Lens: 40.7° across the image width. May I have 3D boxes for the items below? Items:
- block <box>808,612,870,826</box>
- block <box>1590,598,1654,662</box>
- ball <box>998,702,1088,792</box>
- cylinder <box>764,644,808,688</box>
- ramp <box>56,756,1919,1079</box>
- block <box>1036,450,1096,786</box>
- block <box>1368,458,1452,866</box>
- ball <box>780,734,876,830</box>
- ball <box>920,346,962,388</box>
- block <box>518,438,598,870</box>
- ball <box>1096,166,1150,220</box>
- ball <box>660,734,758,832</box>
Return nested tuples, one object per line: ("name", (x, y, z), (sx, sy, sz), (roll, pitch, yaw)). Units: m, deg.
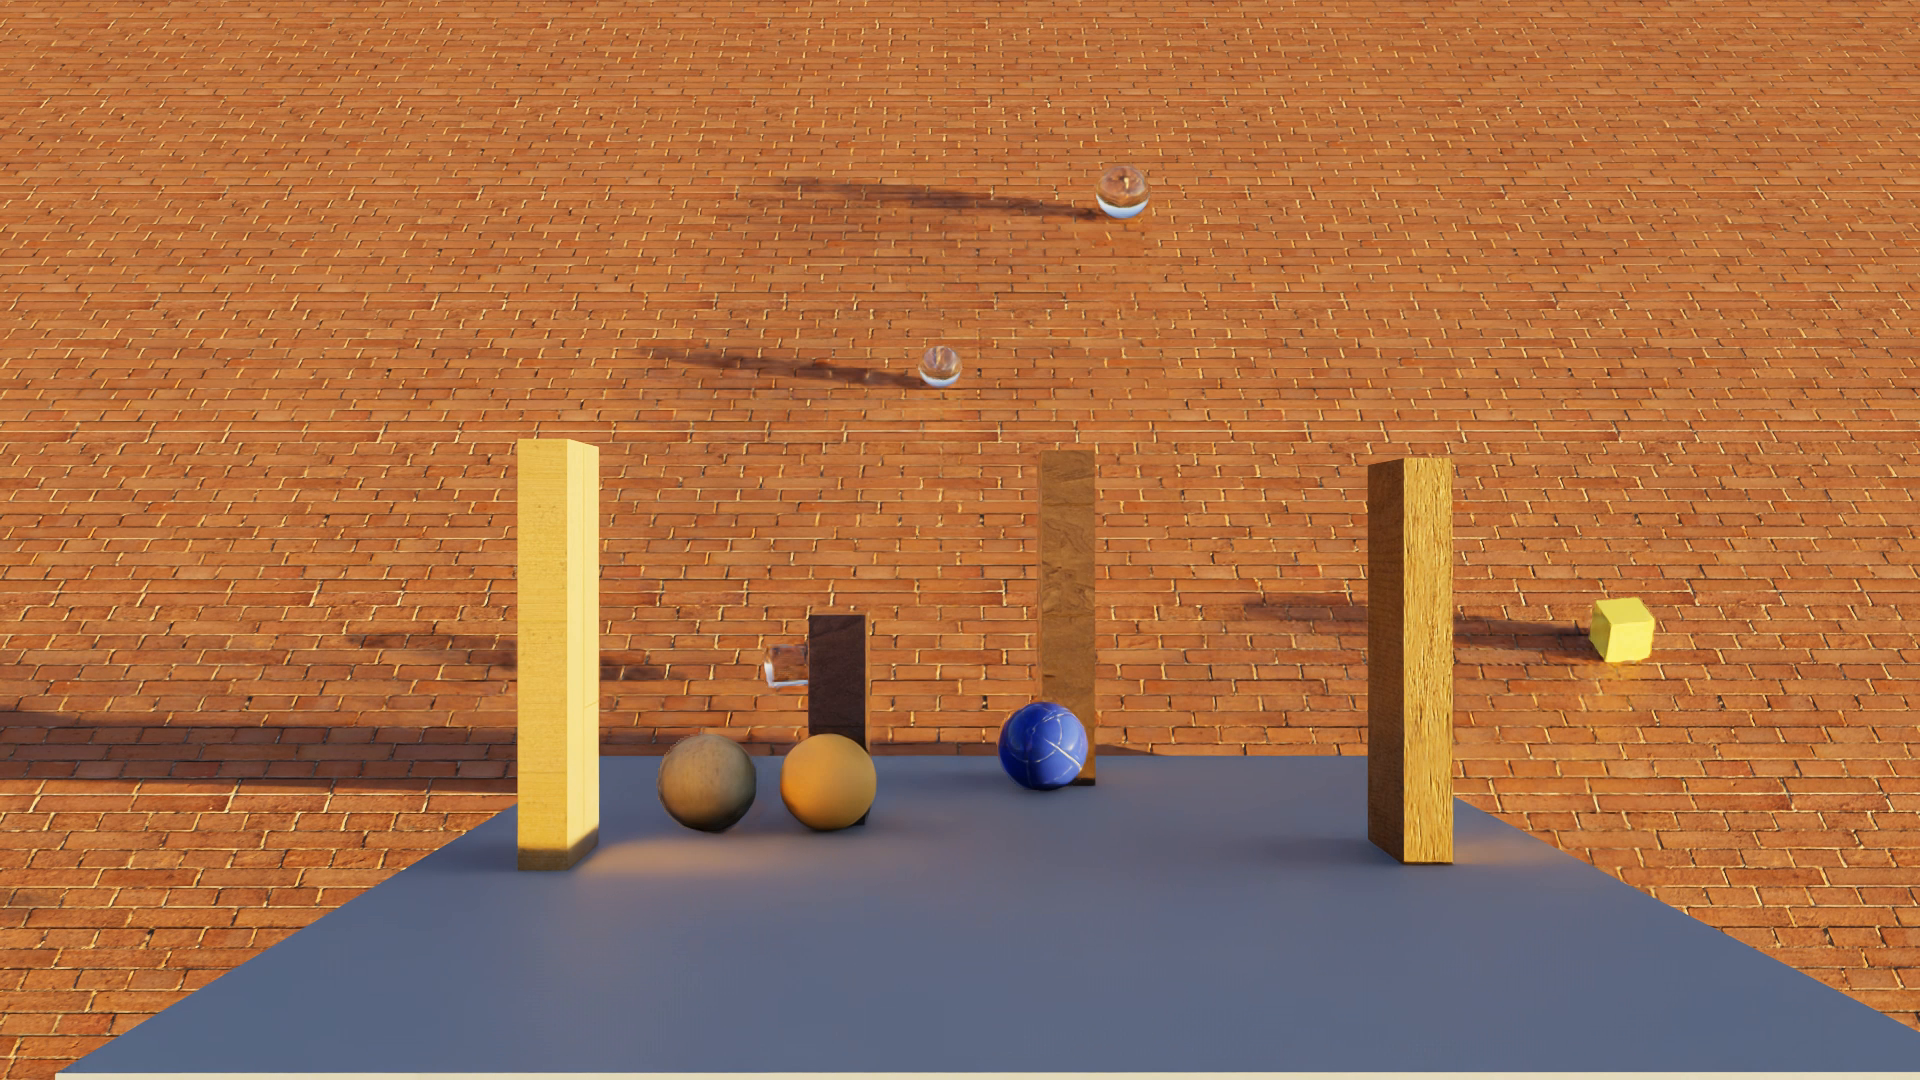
("block", (-0.238, 0.349, 5.146), (0.109, 0.408, 0.268), (0, 0, 0))
("block", (1.849, 0.251, 7.233), (0.125, 0.125, 0.125), (-5, 31, -9))
("ball", (0.184, 0.455, 5.711), (0.198, 0.198, 0.198), (0, 30, 0))
("cylinder", (-0.461, 0.341, 7.000), (0.112, 0.112, 0.112), (-4, 30, -16))
("ramp", (0.068, 0.602, 4.664), (2.000, 0.100, 4.000), (0, 0, 0))
("block", (0.244, 0.176, 6.008), (0.120, 0.756, 0.357), (0, 0, 0))
("block", (0.793, 0.206, 4.579), (0.082, 0.690, 0.388), (0, 0, 0))
("ball", (-0.251, 0.460, 4.920), (0.185, 0.185, 0.185), (0, 30, 0))
("ball", (-0.065, -0.578, 8.639), (0.142, 0.142, 0.142), (0, 30, 0))
("block", (-0.697, 0.192, 4.508), (0.083, 0.721, 0.376), (0, 0, 0))
("ball", (0.621, -1.324, 9.857), (0.204, 0.204, 0.204), (0, 30, 0))
("ball", (-0.477, 0.460, 4.905), (0.185, 0.185, 0.185), (0, 30, 0))
